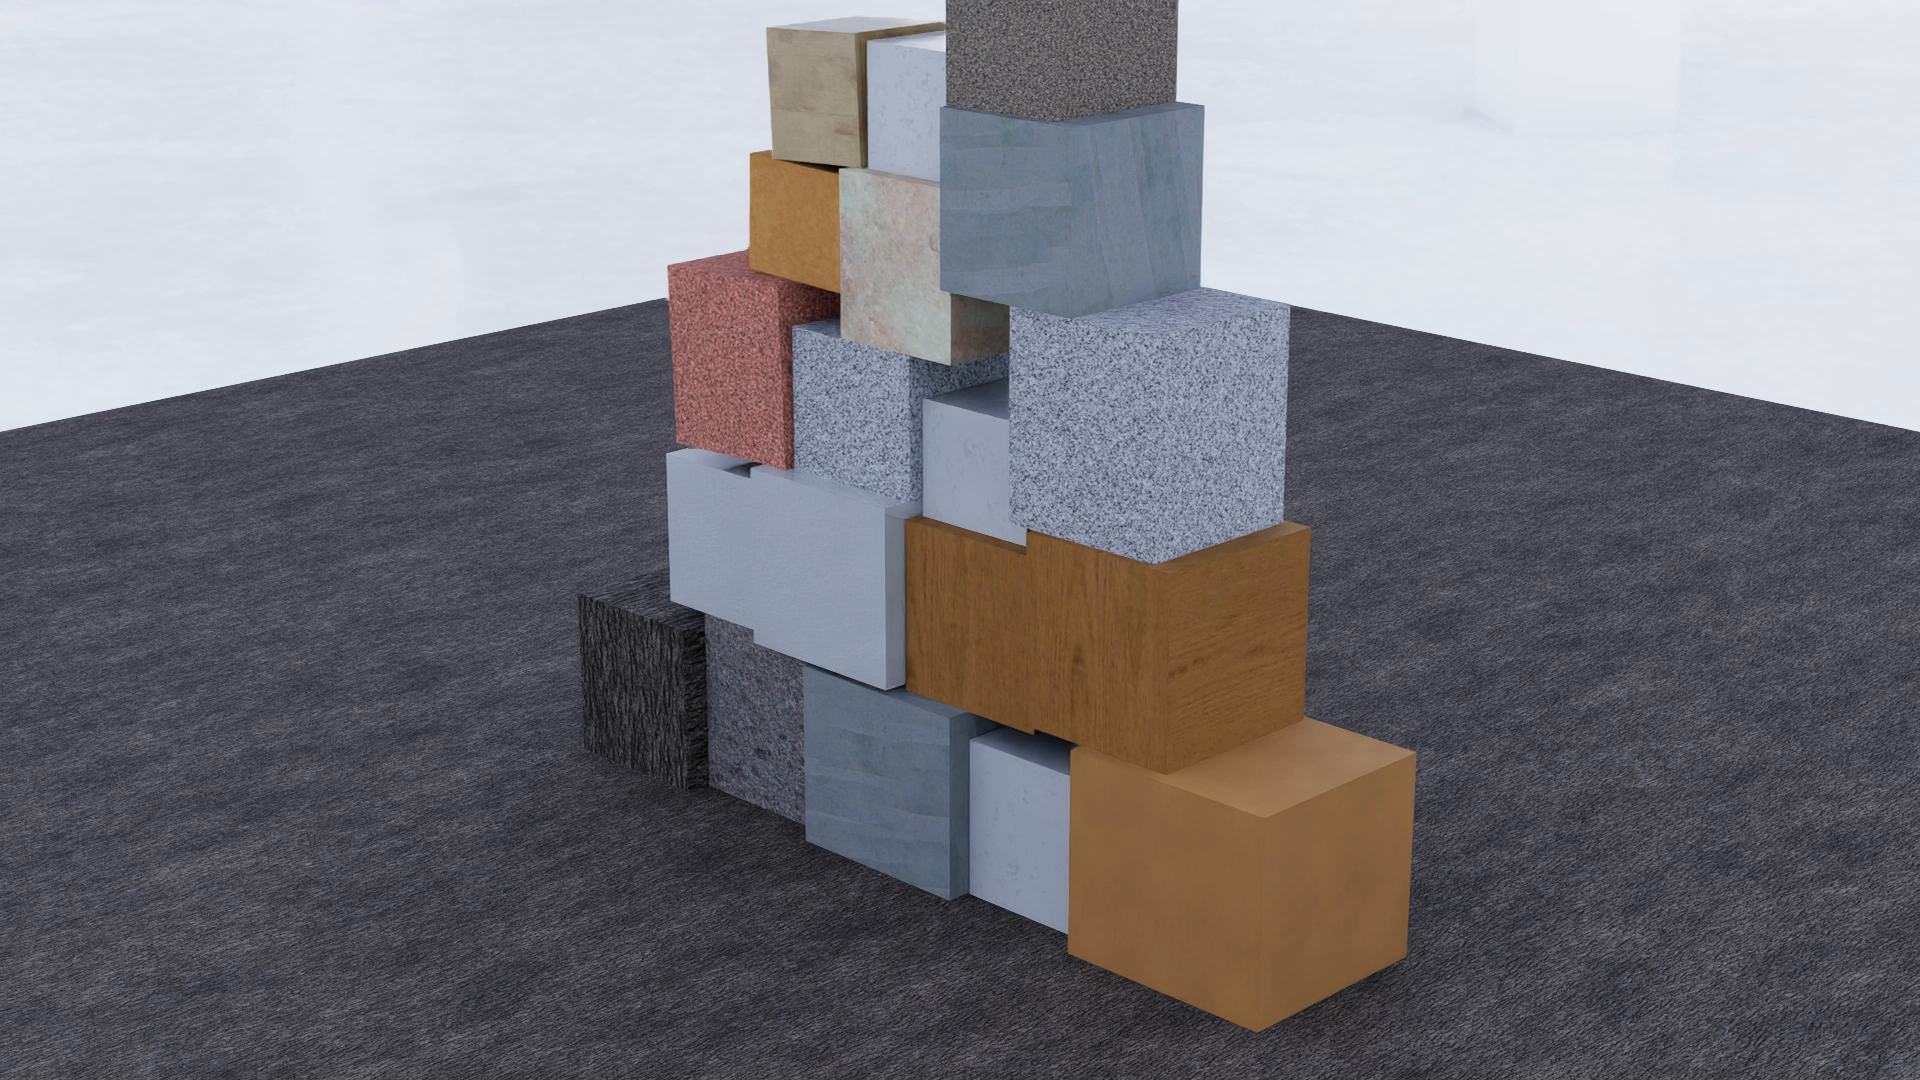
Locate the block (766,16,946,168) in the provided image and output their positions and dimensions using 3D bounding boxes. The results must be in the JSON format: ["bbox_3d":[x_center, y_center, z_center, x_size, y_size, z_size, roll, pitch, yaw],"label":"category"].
[{"bbox_3d":[-0.454,-2.020,13.166,0.556,0.586,0.582,-17,21,-42],"label":"block"}]

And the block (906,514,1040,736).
[{"bbox_3d":[0.311,0.297,13.130,0.765,0.807,0.801,-17,24,-42],"label":"block"}]

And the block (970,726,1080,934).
[{"bbox_3d":[0.569,1.240,13.155,0.762,0.746,0.727,-17,24,-42],"label":"block"}]

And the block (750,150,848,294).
[{"bbox_3d":[-0.534,-1.492,13.431,0.579,0.538,0.643,-17,26,-42],"label":"block"}]

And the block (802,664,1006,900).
[{"bbox_3d":[-0.047,1.000,13.701,0.962,0.877,0.963,-17,24,-42],"label":"block"}]

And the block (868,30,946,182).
[{"bbox_3d":[0.000,-1.892,12.772,0.559,0.559,0.583,-17,24,-42],"label":"block"}]

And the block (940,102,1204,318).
[{"bbox_3d":[0.470,-1.441,12.379,0.814,0.782,0.757,-17,24,-42],"label":"block"}]

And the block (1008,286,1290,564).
[{"bbox_3d":[0.793,-0.528,12.367,0.829,0.955,0.825,-17,24,-42],"label":"block"}]

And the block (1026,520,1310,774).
[{"bbox_3d":[0.885,0.373,12.550,0.904,0.874,0.807,-17,24,-42],"label":"block"}]

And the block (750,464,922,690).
[{"bbox_3d":[-0.307,0.069,13.684,0.971,0.856,0.900,-17,24,-42],"label":"block"}]

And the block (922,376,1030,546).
[{"bbox_3d":[0.262,-0.358,12.963,0.568,0.542,0.641,-17,24,-42],"label":"block"}]

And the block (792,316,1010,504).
[{"bbox_3d":[-0.247,-0.641,13.393,0.696,0.674,0.764,-17,24,-42],"label":"block"}]

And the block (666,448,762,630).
[{"bbox_3d":[-0.906,-0.055,14.256,0.704,0.750,0.749,-17,24,-42],"label":"block"}]

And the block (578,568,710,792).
[{"bbox_3d":[-1.287,0.650,14.880,0.958,0.837,0.820,-17,24,-42],"label":"block"}]

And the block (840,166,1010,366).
[{"bbox_3d":[-0.022,-1.268,12.995,0.745,0.765,0.694,-17,24,-42],"label":"block"}]

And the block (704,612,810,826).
[{"bbox_3d":[-0.688,0.794,14.311,0.724,0.904,0.834,-17,24,-42],"label":"block"}]

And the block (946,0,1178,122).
[{"bbox_3d":[0.427,-2.209,12.220,0.746,0.778,0.629,-17,24,-42],"label":"block"}]

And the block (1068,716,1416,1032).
[{"bbox_3d":[1.195,1.340,12.506,1.006,0.945,1.055,-17,24,-42],"label":"block"}]

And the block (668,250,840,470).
[{"bbox_3d":[-0.813,-0.892,13.903,0.784,0.862,0.780,-17,22,-42],"label":"block"}]
